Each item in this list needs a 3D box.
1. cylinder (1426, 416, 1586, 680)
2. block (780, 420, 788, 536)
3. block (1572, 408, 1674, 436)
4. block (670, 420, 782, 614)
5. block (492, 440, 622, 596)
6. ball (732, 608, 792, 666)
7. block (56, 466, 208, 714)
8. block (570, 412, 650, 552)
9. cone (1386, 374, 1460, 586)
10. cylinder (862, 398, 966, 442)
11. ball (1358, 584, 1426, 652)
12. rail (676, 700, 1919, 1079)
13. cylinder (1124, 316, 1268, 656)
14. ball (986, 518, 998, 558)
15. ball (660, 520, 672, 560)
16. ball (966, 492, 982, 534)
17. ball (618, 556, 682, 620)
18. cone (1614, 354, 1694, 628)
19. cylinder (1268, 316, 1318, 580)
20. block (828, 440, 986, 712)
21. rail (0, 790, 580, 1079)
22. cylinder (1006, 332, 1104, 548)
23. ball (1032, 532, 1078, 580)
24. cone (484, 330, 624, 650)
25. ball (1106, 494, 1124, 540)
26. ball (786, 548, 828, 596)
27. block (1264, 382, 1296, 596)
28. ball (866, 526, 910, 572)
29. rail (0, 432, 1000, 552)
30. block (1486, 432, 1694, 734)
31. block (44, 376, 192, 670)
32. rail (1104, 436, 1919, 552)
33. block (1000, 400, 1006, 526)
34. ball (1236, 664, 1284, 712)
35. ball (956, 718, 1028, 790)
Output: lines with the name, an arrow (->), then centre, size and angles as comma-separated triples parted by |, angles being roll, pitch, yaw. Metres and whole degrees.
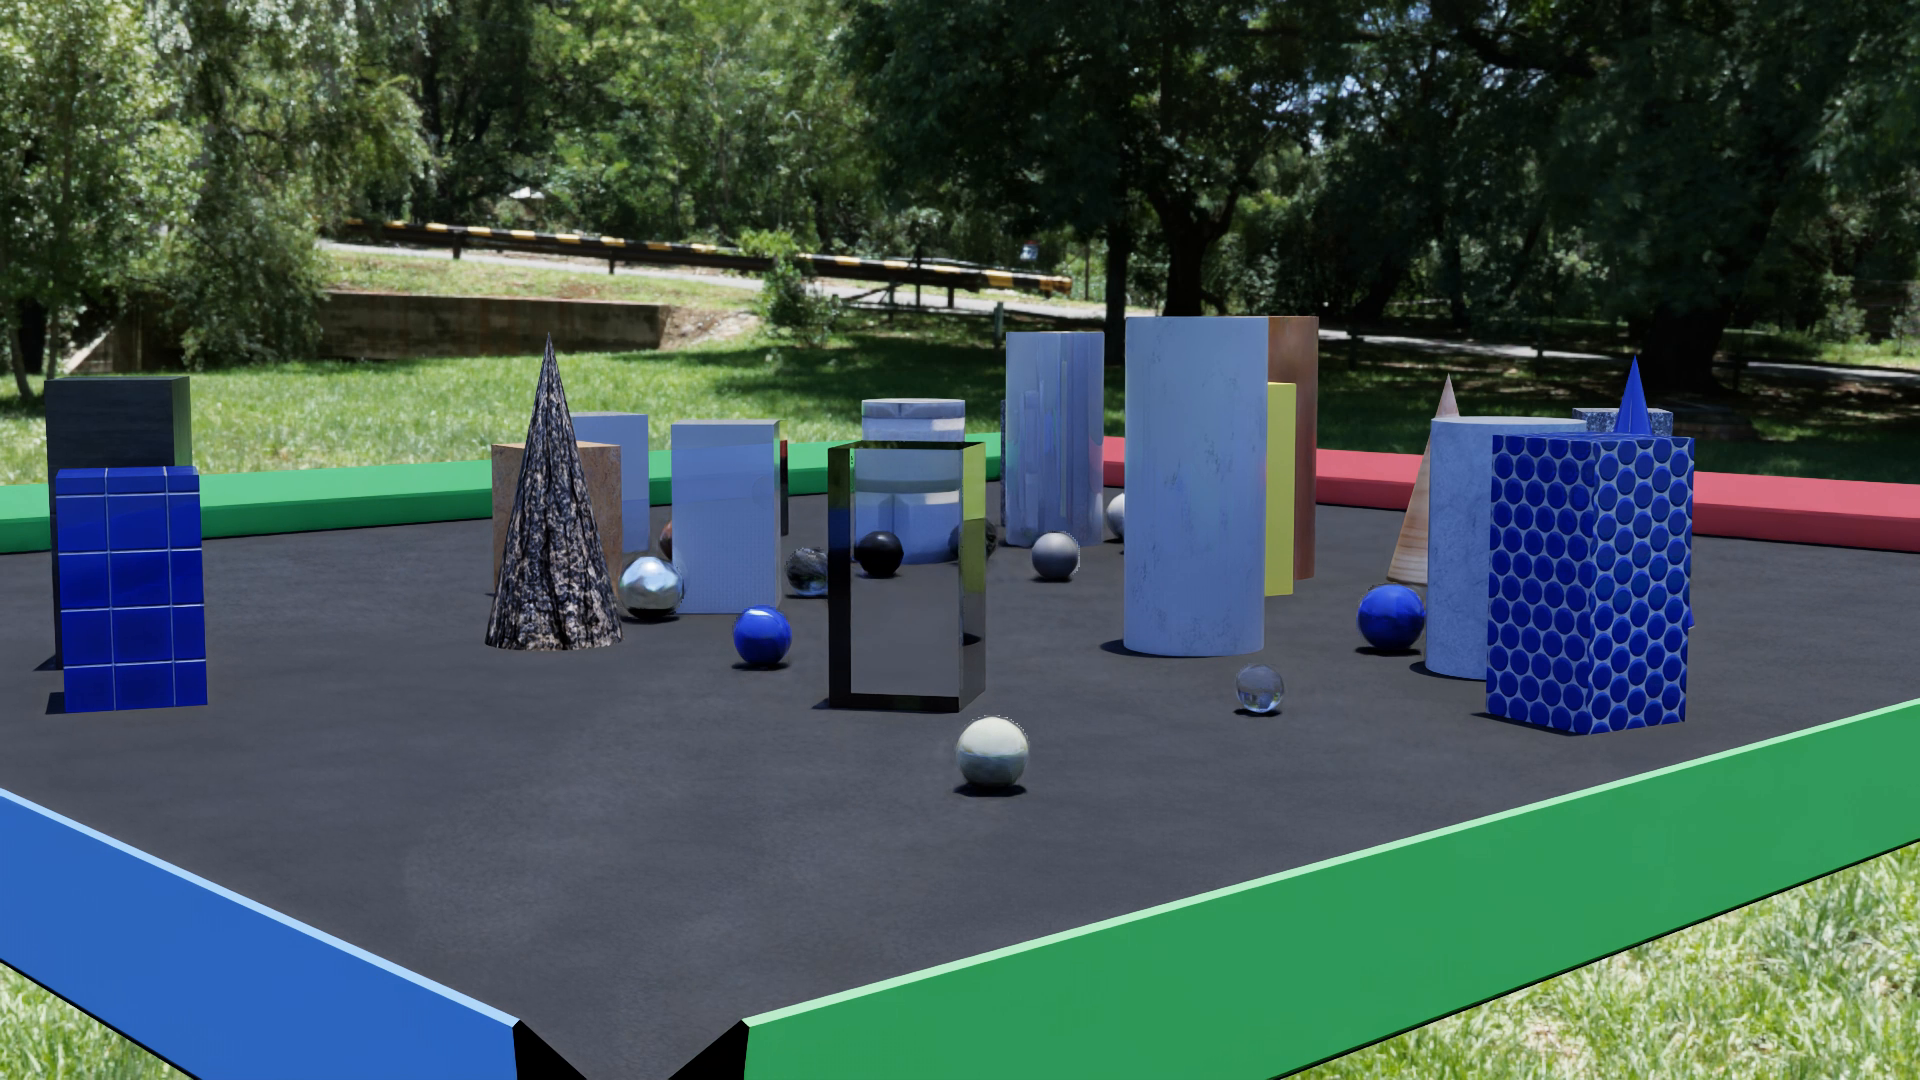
cylinder -> 0.668, 0.006, 2.696 | 0.185, 0.306, 0.185 | 0, 6, 0
block -> -0.431, -0.117, 4.241 | 0.148, 0.223, 0.148 | 2, 7, 21
block -> 1.141, -0.092, 3.806 | 0.148, 0.266, 0.148 | 1, 6, 8
block -> -0.344, -0.037, 3.254 | 0.148, 0.275, 0.148 | 0, 6, -1
block -> -0.622, -0.031, 3.392 | 0.148, 0.232, 0.148 | -4, 7, -35
ball -> -0.245, 0.120, 2.727 | 0.073, 0.073, 0.073 | 0, 6, 0
block -> -0.938, 0.052, 2.494 | 0.148, 0.258, 0.148 | -2, 6, -20
block -> -0.669, -0.106, 4.020 | 0.148, 0.249, 0.148 | -4, 7, -36
cone -> 0.788, -0.102, 3.565 | 0.185, 0.338, 0.185 | 0, 6, 0
cylinder -> -0.083, -0.110, 3.929 | 0.185, 0.277, 0.185 | 0, 6, 0
ball -> 0.558, 0.100, 2.845 | 0.088, 0.088, 0.088 | 0, 6, 0
rail -> 1.106, 0.158, 2.141 | 3.472, 0.120, 0.045 | -6, 8, -42
cylinder -> 0.307, -0.075, 2.870 | 0.185, 0.431, 0.185 | 0, 6, 0
ball -> 0.029, -0.002, 3.856 | 0.078, 0.078, 0.078 | 0, 6, 0
ball -> -0.482, 0.001, 3.820 | 0.079, 0.079, 0.079 | 0, 6, 0
ball -> 0.001, -0.053, 4.294 | 0.087, 0.087, 0.087 | 0, 6, 0
ball -> -0.441, 0.068, 3.129 | 0.091, 0.091, 0.091 | 0, 6, 0
cone -> 0.941, -0.072, 3.086 | 0.185, 0.378, 0.185 | 0, 6, 0
cylinder -> 0.497, -0.155, 3.640 | 0.185, 0.428, 0.185 | 0, 6, 0
block -> -0.058, 0.037, 2.489 | 0.148, 0.289, 0.148 | 1, 6, 12
rail -> -1.258, 0.154, 2.178 | 0.045, 0.120, 3.309 | -6, 8, -42
cylinder -> 0.178, -0.192, 4.138 | 0.185, 0.396, 0.185 | 0, 6, 0
ball -> 0.155, 0.026, 3.588 | 0.078, 0.078, 0.078 | 0, 6, 0
cone -> -0.542, -0.072, 2.921 | 0.185, 0.413, 0.185 | 0, 6, 0
ball -> 0.323, -0.044, 4.181 | 0.092, 0.092, 0.092 | 0, 6, 0
ball -> -0.230, 0.050, 3.384 | 0.074, 0.074, 0.074 | 0, 6, 0
block -> 0.417, -0.081, 3.425 | 0.148, 0.326, 0.148 | -3, 7, -27
ball -> -0.121, 0.016, 3.692 | 0.076, 0.076, 0.076 | 0, 6, 0
rail -> -1.106, -0.096, 4.524 | 3.472, 0.120, 0.045 | -6, 8, -42
block -> 0.679, 0.041, 2.376 | 0.148, 0.305, 0.148 | -4, 7, -30
block -> -1.052, -0.026, 2.770 | 0.148, 0.355, 0.148 | -1, 6, -11
rail -> 1.258, -0.092, 4.487 | 0.045, 0.120, 3.309 | -6, 8, -42
block -> 0.187, -0.157, 4.467 | 0.148, 0.255, 0.148 | 5, 8, 41
ball -> 0.329, 0.163, 2.417 | 0.053, 0.053, 0.053 | 0, 6, 0
ball -> 0.030, 0.197, 2.029 | 0.067, 0.067, 0.067 | 0, 6, 0
